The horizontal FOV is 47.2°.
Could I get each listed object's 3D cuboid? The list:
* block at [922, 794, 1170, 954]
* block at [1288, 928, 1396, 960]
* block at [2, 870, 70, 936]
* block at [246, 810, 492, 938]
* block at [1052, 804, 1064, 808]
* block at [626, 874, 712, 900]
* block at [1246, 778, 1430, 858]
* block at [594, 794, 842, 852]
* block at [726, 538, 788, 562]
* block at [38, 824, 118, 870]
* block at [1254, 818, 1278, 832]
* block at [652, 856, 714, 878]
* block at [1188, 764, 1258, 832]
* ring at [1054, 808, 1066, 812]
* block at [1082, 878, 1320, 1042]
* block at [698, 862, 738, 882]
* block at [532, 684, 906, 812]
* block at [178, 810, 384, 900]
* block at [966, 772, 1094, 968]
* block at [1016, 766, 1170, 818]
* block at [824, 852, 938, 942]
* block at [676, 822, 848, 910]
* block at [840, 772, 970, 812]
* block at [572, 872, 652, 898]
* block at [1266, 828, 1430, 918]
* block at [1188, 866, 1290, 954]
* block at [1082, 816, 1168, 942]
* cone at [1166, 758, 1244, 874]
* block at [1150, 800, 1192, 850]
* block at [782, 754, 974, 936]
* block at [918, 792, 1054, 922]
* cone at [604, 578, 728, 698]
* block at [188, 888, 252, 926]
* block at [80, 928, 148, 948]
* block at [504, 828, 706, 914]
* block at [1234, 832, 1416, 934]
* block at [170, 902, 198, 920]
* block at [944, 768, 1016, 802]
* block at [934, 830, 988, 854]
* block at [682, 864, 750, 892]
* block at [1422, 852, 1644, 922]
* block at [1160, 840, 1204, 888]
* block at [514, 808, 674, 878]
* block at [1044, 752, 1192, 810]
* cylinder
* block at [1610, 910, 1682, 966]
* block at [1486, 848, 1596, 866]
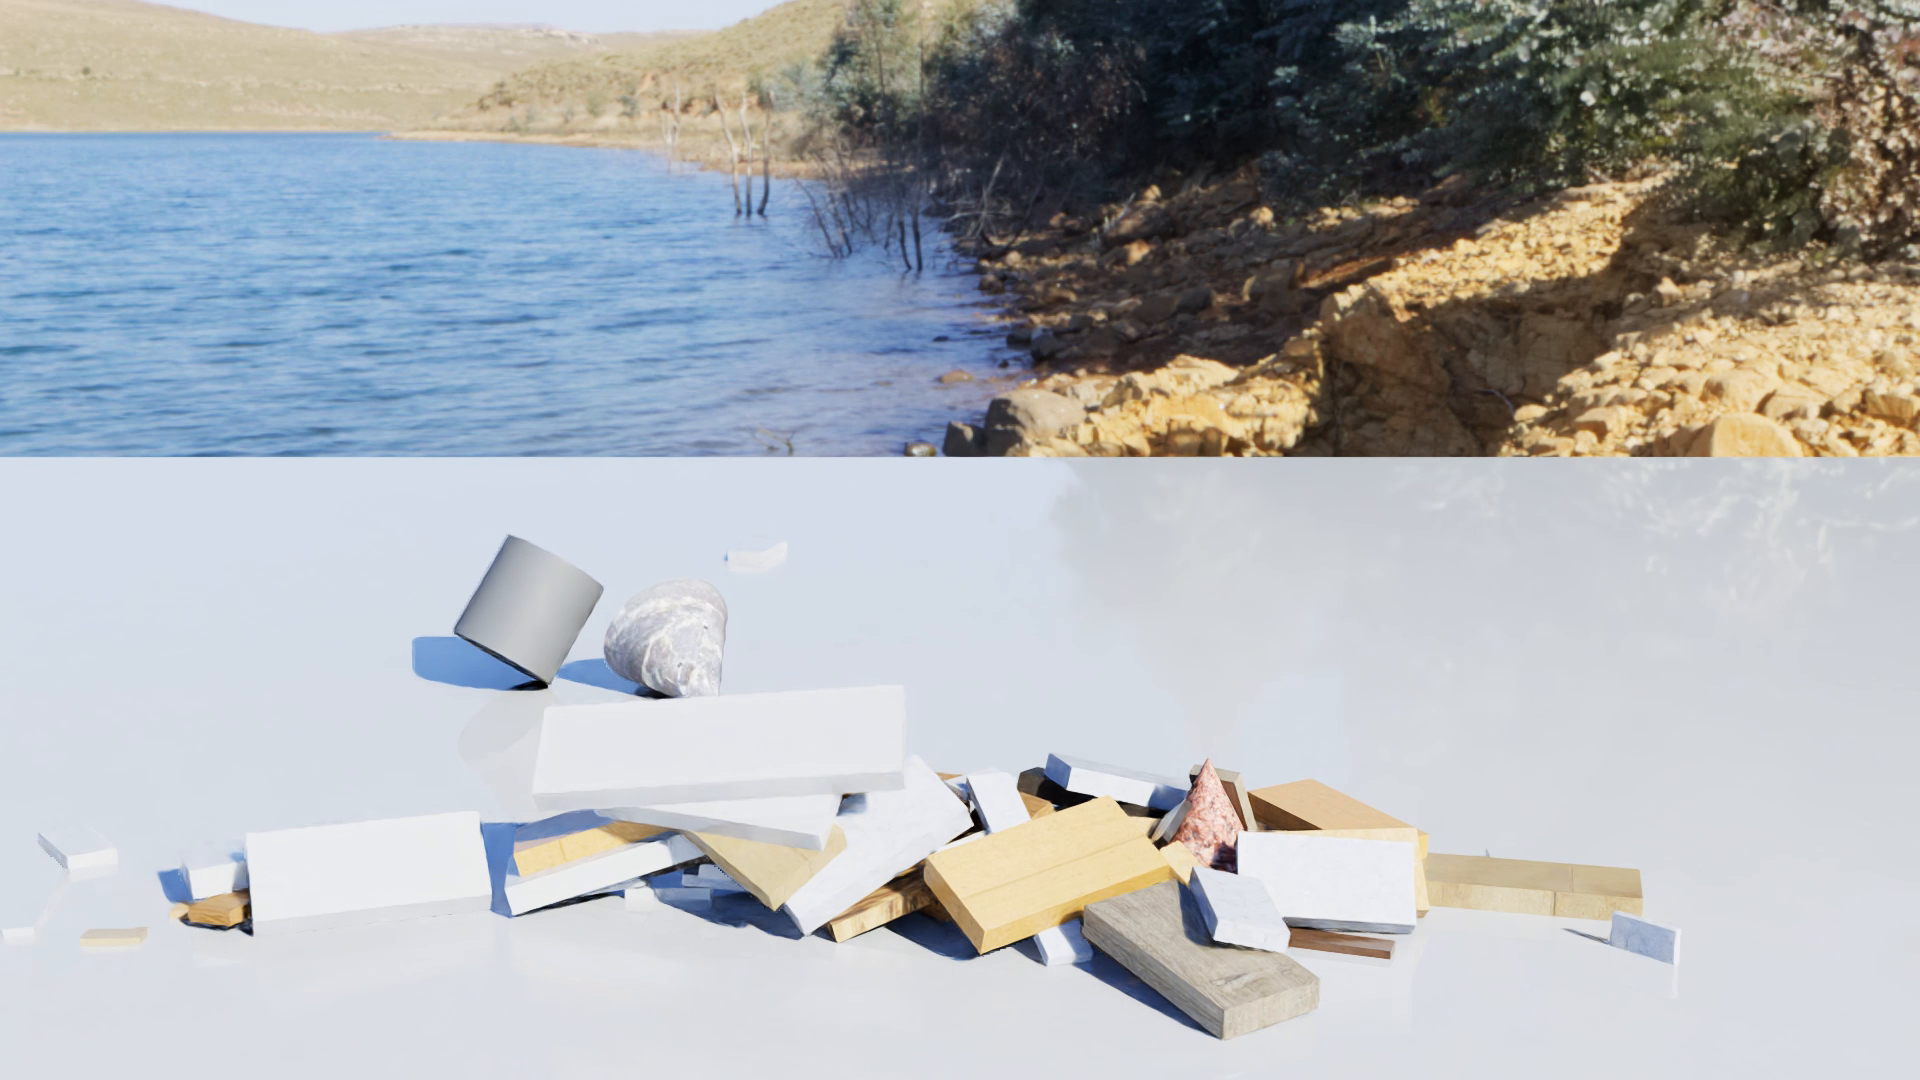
[{"bbox_3d":[0.137,0.519,3.448,0.347,0.049,0.173,-15,42,-29],"label":"block"},{"bbox_3d":[0.481,0.621,3.465,0.400,0.014,0.048,4,11,20],"label":"block"},{"bbox_3d":[-1.516,0.594,3.612,0.045,0.013,0.282,-2,11,-11],"label":"block"},{"bbox_3d":[-0.958,0.538,3.564,0.369,0.047,0.165,-4,50,-20],"label":"block"},{"bbox_3d":[0.180,0.512,3.952,0.072,0.020,0.143,-29,15,-6],"label":"block"},{"bbox_3d":[-0.485,0.579,3.673,0.139,0.020,0.070,0,11,-1],"label":"block"},{"bbox_3d":[0.648,0.490,3.797,0.149,0.042,0.299,-6,17,-32],"label":"block"},{"bbox_3d":[-0.381,0.391,3.516,0.384,0.045,0.160,7,49,14],"label":"block"},{"bbox_3d":[-0.606,0.030,6.598,0.109,0.031,0.219,3,11,16],"label":"block"},{"bbox_3d":[-1.554,0.540,3.872,0.084,0.024,0.167,-8,13,-37],"label":"block"},{"bbox_3d":[0.615,0.514,3.870,0.299,0.042,0.149,12,17,33],"label":"block"},{"bbox_3d":[-0.425,0.512,3.652,0.174,0.025,0.087,-15,11,2],"label":"block"},{"bbox_3d":[0.454,0.476,3.707,0.087,0.227,0.025,8,42,35],"label":"block"},{"bbox_3d":[0.177,0.533,3.711,0.300,0.100,0.300,0,12,0],"label":"ring"},{"bbox_3d":[0.351,0.614,3.248,0.173,0.049,0.347,-10,22,-30],"label":"block"},{"bbox_3d":[-0.346,0.545,3.670,0.174,0.025,0.087,6,10,-5],"label":"block"},{"bbox_3d":[-0.379,0.331,3.506,0.585,0.049,0.173,-4,47,4],"label":"block"},{"bbox_3d":[-1.124,0.524,3.680,0.330,0.047,0.165,-9,9,-25],"label":"block"},{"bbox_3d":[0.106,0.518,3.505,0.073,0.021,0.409,-4,38,-19],"label":"block"},{"bbox_3d":[0.241,0.449,3.796,0.266,0.038,0.133,14,2,15],"label":"block"},{"bbox_3d":[-0.113,0.563,3.522,0.231,0.033,0.116,-21,22,-16],"label":"block"},{"bbox_3d":[-0.350,0.442,3.528,0.320,0.045,0.160,33,60,32],"label":"block"},{"bbox_3d":[-0.137,0.423,3.694,0.293,0.042,0.147,7,12,-7],"label":"block"},{"bbox_3d":[-0.589,0.567,3.667,0.140,0.020,0.070,-10,11,6],"label":"block"},{"bbox_3d":[0.608,0.542,3.561,0.279,0.139,0.040,-1,-29,-5],"label":"block"},{"bbox_3d":[0.417,0.554,3.307,0.109,0.031,0.219,12,12,-6],"label":"block"},{"bbox_3d":[0.263,0.542,3.524,0.133,0.038,0.266,4,33,-2],"label":"block"},{"bbox_3d":[0.407,0.474,3.632,0.242,0.242,0.242,0,11,0],"label":"cone"},{"bbox_3d":[0.335,0.468,3.566,0.055,0.016,0.110,-44,1,39],"label":"block"},{"bbox_3d":[-0.157,0.485,3.523,0.320,0.045,0.160,-32,42,-16],"label":"block"},{"bbox_3d":[0.024,0.514,3.625,0.266,0.038,0.133,-39,27,-27],"label":"block"},{"bbox_3d":[-0.598,0.294,4.898,0.299,0.299,0.299,-6,39,-30],"label":"cone"},{"bbox_3d":[-1.155,0.583,3.560,0.084,0.024,0.167,1,10,24],"label":"block"},{"bbox_3d":[-1.329,0.624,3.453,0.091,0.013,0.045,-1,11,-5],"label":"block"},{"bbox_3d":[-0.581,0.521,3.631,0.330,0.047,0.165,-17,11,-6],"label":"block"},{"bbox_3d":[0.580,0.546,3.503,0.279,0.139,0.040,4,-31,0],"label":"block"},{"bbox_3d":[-1.230,0.602,3.570,0.091,0.013,0.045,1,11,3],"label":"block"},{"bbox_3d":[0.032,0.411,3.699,0.117,0.017,0.058,-11,21,-43],"label":"block"},{"bbox_3d":[0.017,0.504,3.518,0.059,0.017,0.117,41,34,28],"label":"block"},{"bbox_3d":[-0.391,0.562,3.672,0.140,0.020,0.070,6,10,-3],"label":"block"},{"bbox_3d":[0.916,0.573,3.646,0.408,0.042,0.149,3,11,14],"label":"block"},{"bbox_3d":[0.376,0.549,3.519,0.147,0.021,0.073,47,29,19],"label":"block"},{"bbox_3d":[-0.571,0.467,3.652,0.333,0.042,0.147,-17,11,-7],"label":"block"},{"bbox_3d":[0.298,0.423,3.783,0.279,0.040,0.139,13,2,-15],"label":"block"},{"bbox_3d":[-0.984,0.160,5.024,0.251,0.251,0.251,27,-11,6],"label":"cylinder"},{"bbox_3d":[1.057,0.613,3.393,0.016,0.055,0.110,-10,14,-41],"label":"block"},{"bbox_3d":[0.999,0.556,3.782,0.174,0.025,0.087,1,11,5],"label":"block"}]
